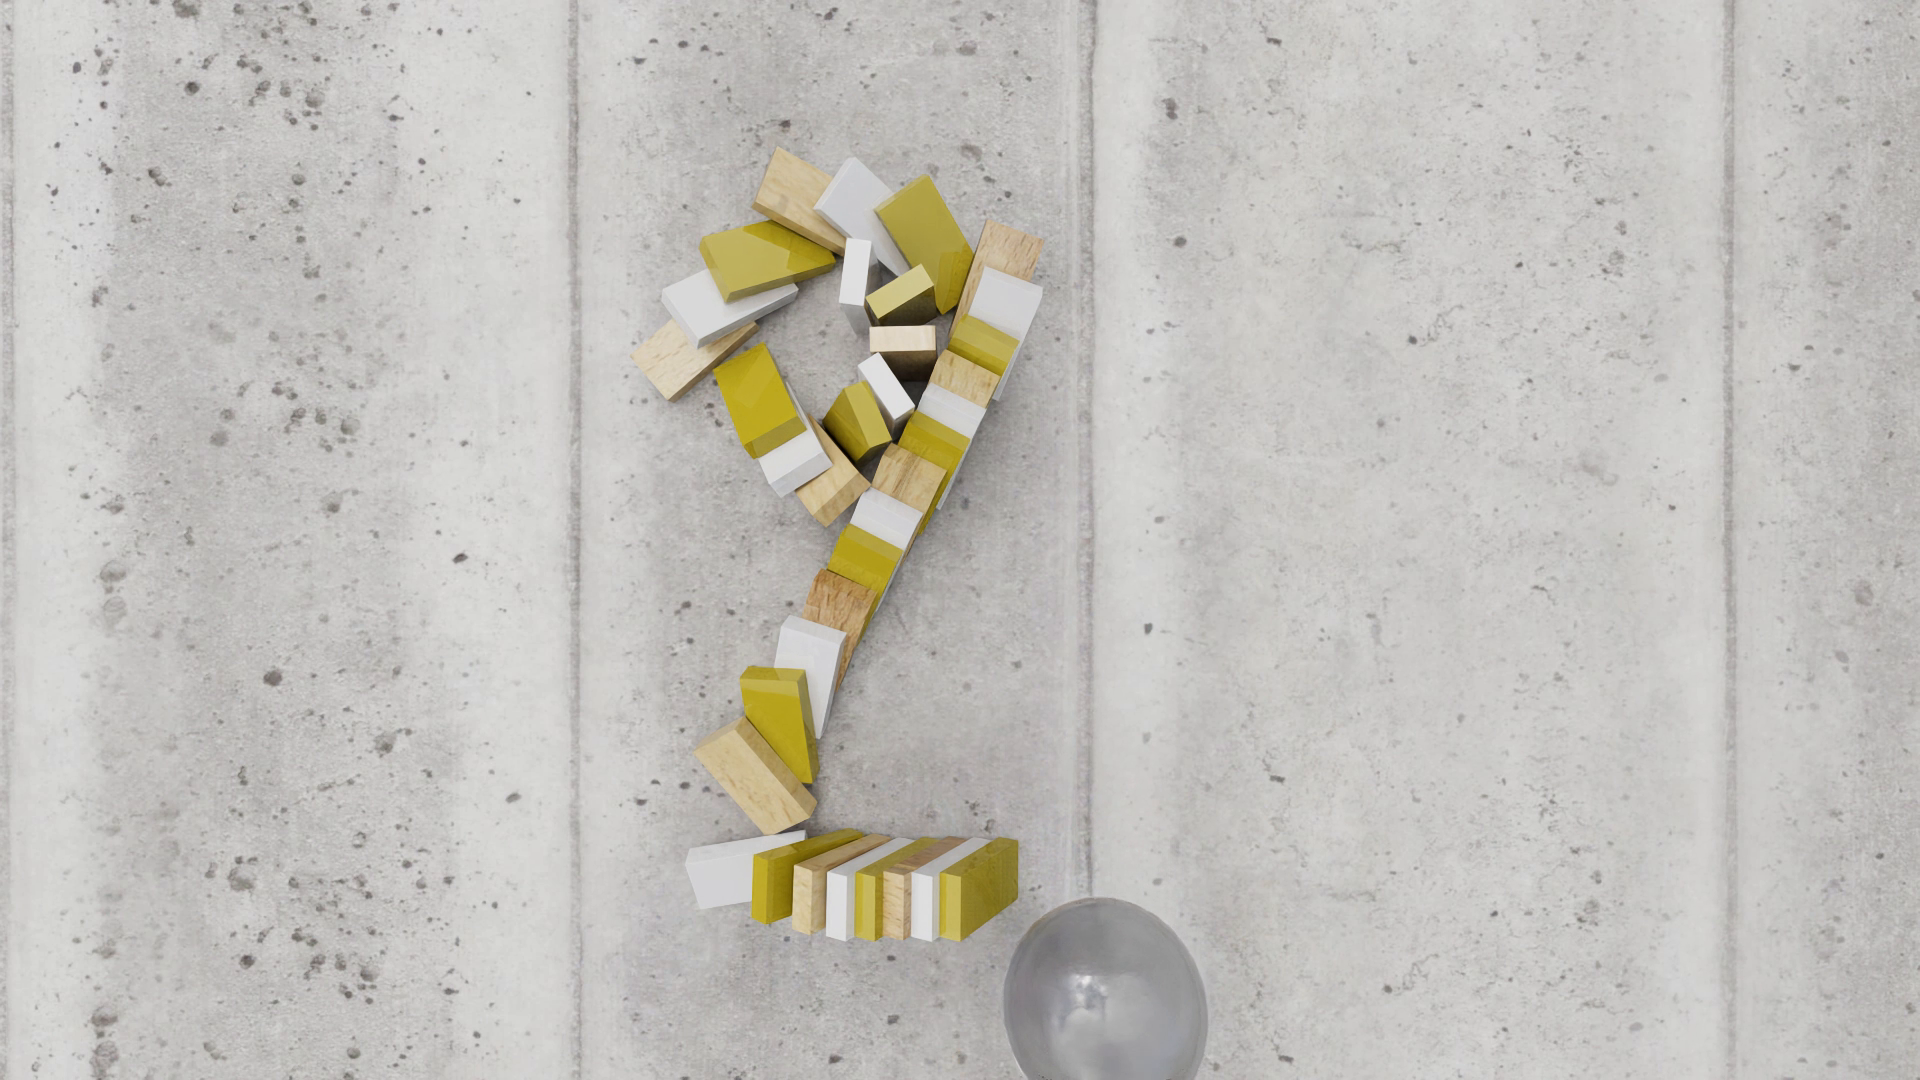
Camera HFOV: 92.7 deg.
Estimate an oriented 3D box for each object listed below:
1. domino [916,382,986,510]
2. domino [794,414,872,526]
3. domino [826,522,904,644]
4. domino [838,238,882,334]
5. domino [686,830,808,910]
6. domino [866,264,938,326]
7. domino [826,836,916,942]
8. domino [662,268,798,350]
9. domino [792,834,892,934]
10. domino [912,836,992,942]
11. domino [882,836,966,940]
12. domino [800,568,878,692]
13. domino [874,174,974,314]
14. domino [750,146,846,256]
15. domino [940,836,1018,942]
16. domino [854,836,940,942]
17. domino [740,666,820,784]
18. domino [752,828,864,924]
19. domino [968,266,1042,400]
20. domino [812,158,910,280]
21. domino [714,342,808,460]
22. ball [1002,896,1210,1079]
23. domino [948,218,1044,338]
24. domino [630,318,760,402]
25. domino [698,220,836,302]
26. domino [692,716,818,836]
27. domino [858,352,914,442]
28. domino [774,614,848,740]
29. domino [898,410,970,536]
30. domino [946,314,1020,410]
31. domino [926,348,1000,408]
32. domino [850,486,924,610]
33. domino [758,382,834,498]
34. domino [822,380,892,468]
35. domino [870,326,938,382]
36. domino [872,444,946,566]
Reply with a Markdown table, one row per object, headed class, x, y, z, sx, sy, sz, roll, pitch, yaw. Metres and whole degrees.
| class | x | y | z | sx | sy | sz | roll | pitch | yaw |
| --- | --- | --- | --- | --- | --- | --- | --- | --- | --- |
| domino | -0.010 | -0.038 | 0.380 | 0.025 | 0.010 | 0.050 | 26 | 131 | 0 |
| domino | -0.059 | -0.030 | 0.380 | 0.025 | 0.010 | 0.050 | -43 | 49 | 1 |
| domino | -0.044 | 0.019 | 0.382 | 0.025 | 0.010 | 0.050 | 27 | 124 | 0 |
| domino | -0.040 | -0.102 | 0.375 | 0.010 | 0.050 | 0.025 | 7 | 90 | 0 |
| domino | -0.088 | 0.141 | 0.391 | 0.050 | 0.009 | 0.025 | -9 | 113 | 0 |
| domino | -0.023 | -0.095 | 0.375 | 0.025 | 0.050 | 0.009 | -31 | 90 | 0 |
| domino | -0.035 | 0.142 | 0.376 | 0.010 | 0.050 | 0.025 | 1 | 90 | 30 |
| domino | -0.096 | -0.103 | 0.385 | 0.050 | 0.009 | 0.025 | -36 | 90 | -26 |
| domino | -0.048 | 0.140 | 0.376 | 0.009 | 0.050 | 0.025 | 2 | 90 | 33 |
| domino | -0.002 | 0.142 | 0.376 | 0.010 | 0.050 | 0.025 | 1 | 90 | 30 |
| domino | -0.013 | 0.142 | 0.376 | 0.009 | 0.050 | 0.025 | 1 | 90 | 30 |
| domino | -0.055 | 0.038 | 0.383 | 0.025 | 0.010 | 0.050 | 23 | 121 | 0 |
| domino | -0.011 | -0.123 | 0.383 | 0.025 | 0.009 | 0.050 | -36 | 121 | 0 |
| domino | -0.059 | -0.139 | 0.384 | 0.050 | 0.009 | 0.025 | 22 | 83 | -24 |
| domino | 0.009 | 0.142 | 0.376 | 0.009 | 0.050 | 0.025 | 1 | 90 | 30 |
| domino | -0.024 | 0.142 | 0.376 | 0.010 | 0.050 | 0.025 | 1 | 90 | 30 |
| domino | -0.075 | 0.078 | 0.384 | 0.025 | 0.009 | 0.050 | 1 | 113 | 12 |
| domino | -0.062 | 0.138 | 0.378 | 0.009 | 0.050 | 0.025 | 2 | 90 | 41 |
| domino | 0.013 | -0.085 | 0.380 | 0.025 | 0.009 | 0.050 | 18 | 127 | -7 |
| domino | -0.034 | -0.132 | 0.382 | 0.050 | 0.009 | 0.025 | 35 | 89 | -33 |
| domino | -0.084 | -0.059 | 0.382 | 0.025 | 0.009 | 0.050 | -29 | 54 | 0 |
| ball | 0.057 | 0.183 | 0.360 | 0.080 | 0.080 | 0.080 | 0 | 90 | 0 |
| domino | 0.015 | -0.106 | 0.386 | 0.025 | 0.010 | 0.050 | 17 | 108 | -9 |
| domino | -0.114 | -0.085 | 0.395 | 0.050 | 0.009 | 0.025 | -41 | 90 | 0 |
| domino | -0.080 | -0.119 | 0.384 | 0.050 | 0.009 | 0.025 | -26 | 90 | -29 |
| domino | -0.086 | 0.100 | 0.385 | 0.025 | 0.009 | 0.050 | -30 | 105 | 23 |
| domino | -0.030 | -0.057 | 0.375 | 0.009 | 0.050 | 0.025 | -34 | 90 | -7 |
| domino | -0.065 | 0.058 | 0.383 | 0.025 | 0.009 | 0.050 | 17 | 118 | 4 |
| domino | -0.017 | -0.027 | 0.379 | 0.025 | 0.010 | 0.050 | 28 | 131 | -1 |
| domino | 0.003 | -0.066 | 0.381 | 0.025 | 0.009 | 0.050 | 27 | 126 | 0 |
| domino | -0.005 | -0.051 | 0.380 | 0.025 | 0.009 | 0.050 | 27 | 131 | 0 |
| domino | -0.036 | 0.004 | 0.382 | 0.025 | 0.009 | 0.050 | 27 | 125 | 0 |
| domino | -0.073 | -0.042 | 0.380 | 0.025 | 0.010 | 0.050 | -32 | 51 | 0 |
| domino | -0.043 | -0.045 | 0.375 | 0.010 | 0.050 | 0.025 | -23 | 90 | -20 |
| domino | -0.022 | -0.075 | 0.375 | 0.025 | 0.050 | 0.010 | -1 | 86 | 0 |
| domino | -0.026 | -0.014 | 0.380 | 0.025 | 0.010 | 0.050 | 27 | 131 | 0 |
